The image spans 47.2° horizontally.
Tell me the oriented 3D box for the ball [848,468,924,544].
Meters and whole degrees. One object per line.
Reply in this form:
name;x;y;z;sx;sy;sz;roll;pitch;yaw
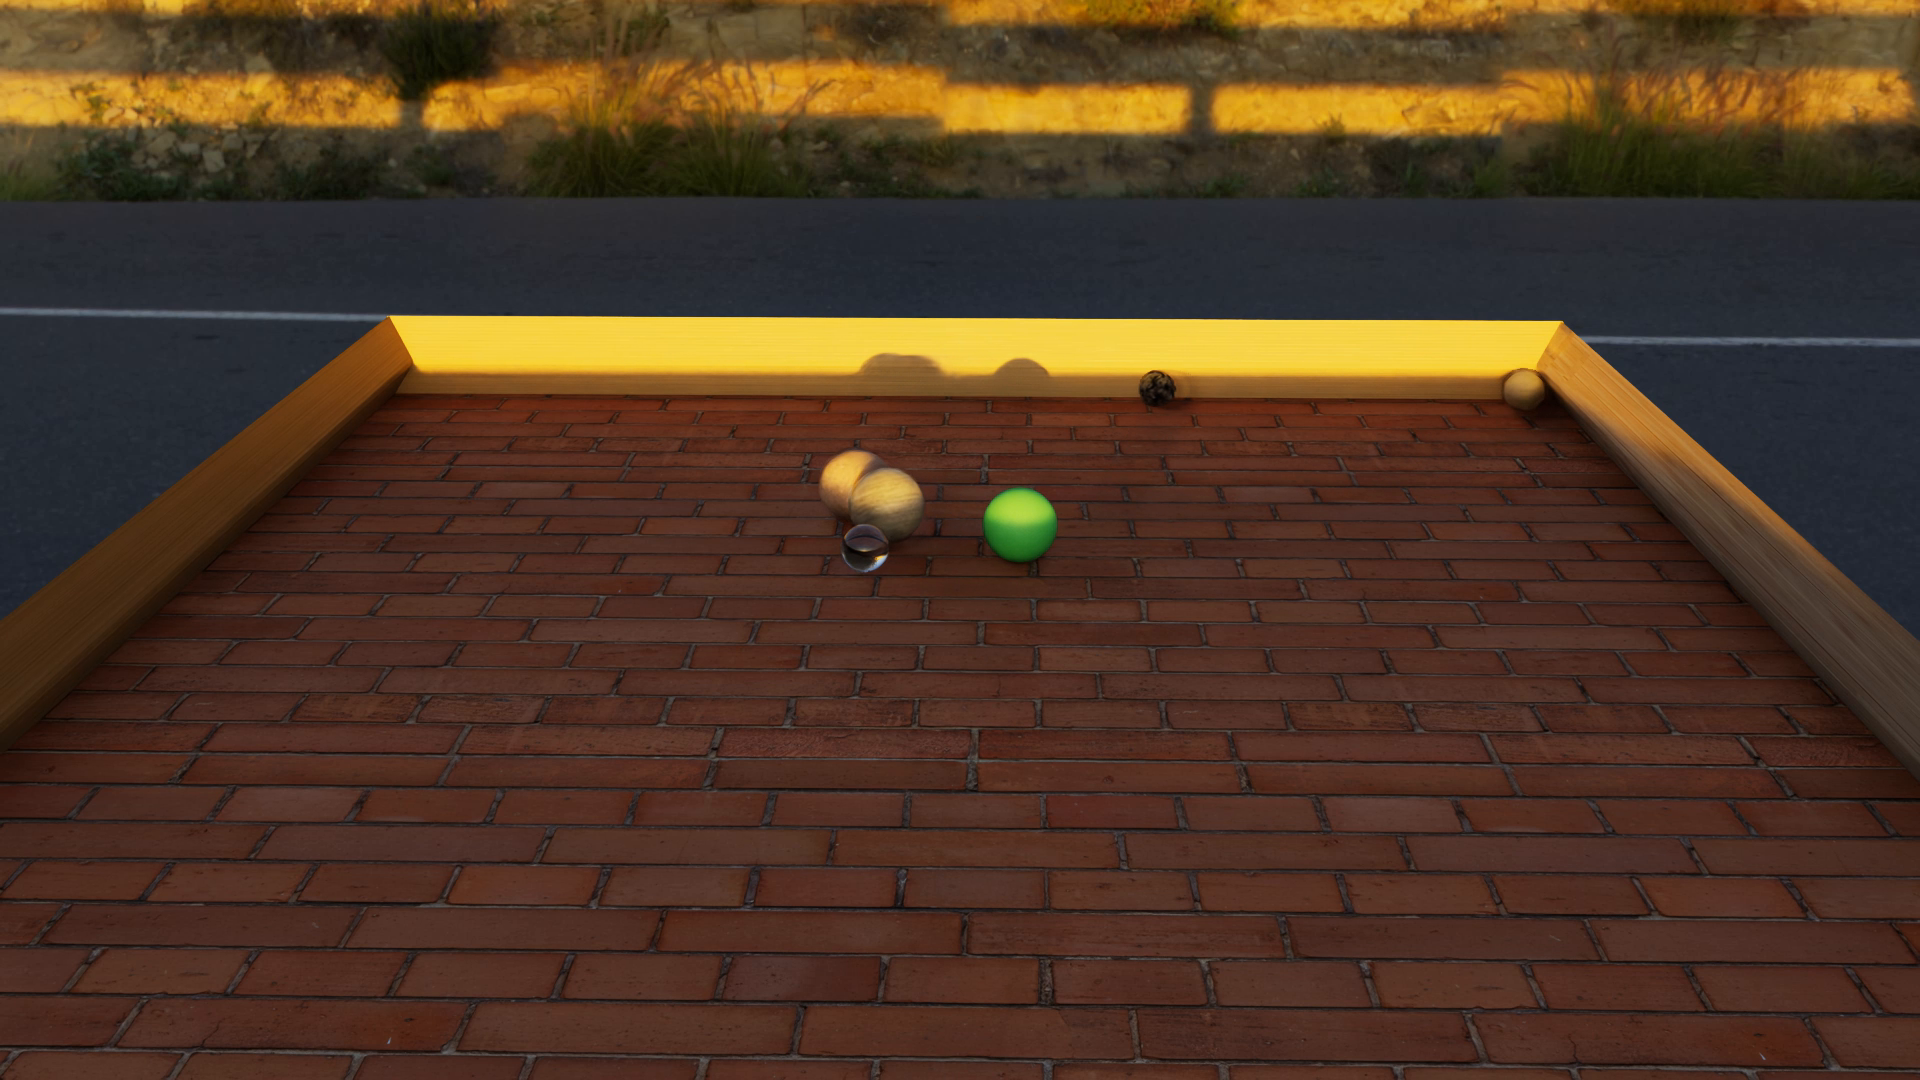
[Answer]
ball;-0.091;-0.042;2.727;0.094;0.094;0.094;0;18;0

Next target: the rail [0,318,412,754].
rail;-0.905;0.235;1.821;0.045;0.122;3.414;0;18;1

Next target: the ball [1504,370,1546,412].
ball;0.859;-0.227;3.348;0.062;0.062;0.062;0;18;0

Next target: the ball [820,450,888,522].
ball;-0.132;-0.069;2.809;0.094;0.094;0.094;0;18;0

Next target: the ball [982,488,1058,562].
ball;0.073;-0.018;2.657;0.091;0.091;0.091;0;18;0

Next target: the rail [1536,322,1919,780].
rail;0.868;0.247;1.785;0.045;0.122;3.414;0;18;1

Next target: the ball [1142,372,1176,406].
ball;0.305;-0.232;3.379;0.053;0.053;0.053;0;18;0

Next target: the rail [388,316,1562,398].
rail;0.018;-0.277;3.404;1.821;0.122;0.045;0;18;1

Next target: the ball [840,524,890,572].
ball;-0.113;0.009;2.626;0.057;0.057;0.057;0;18;0
